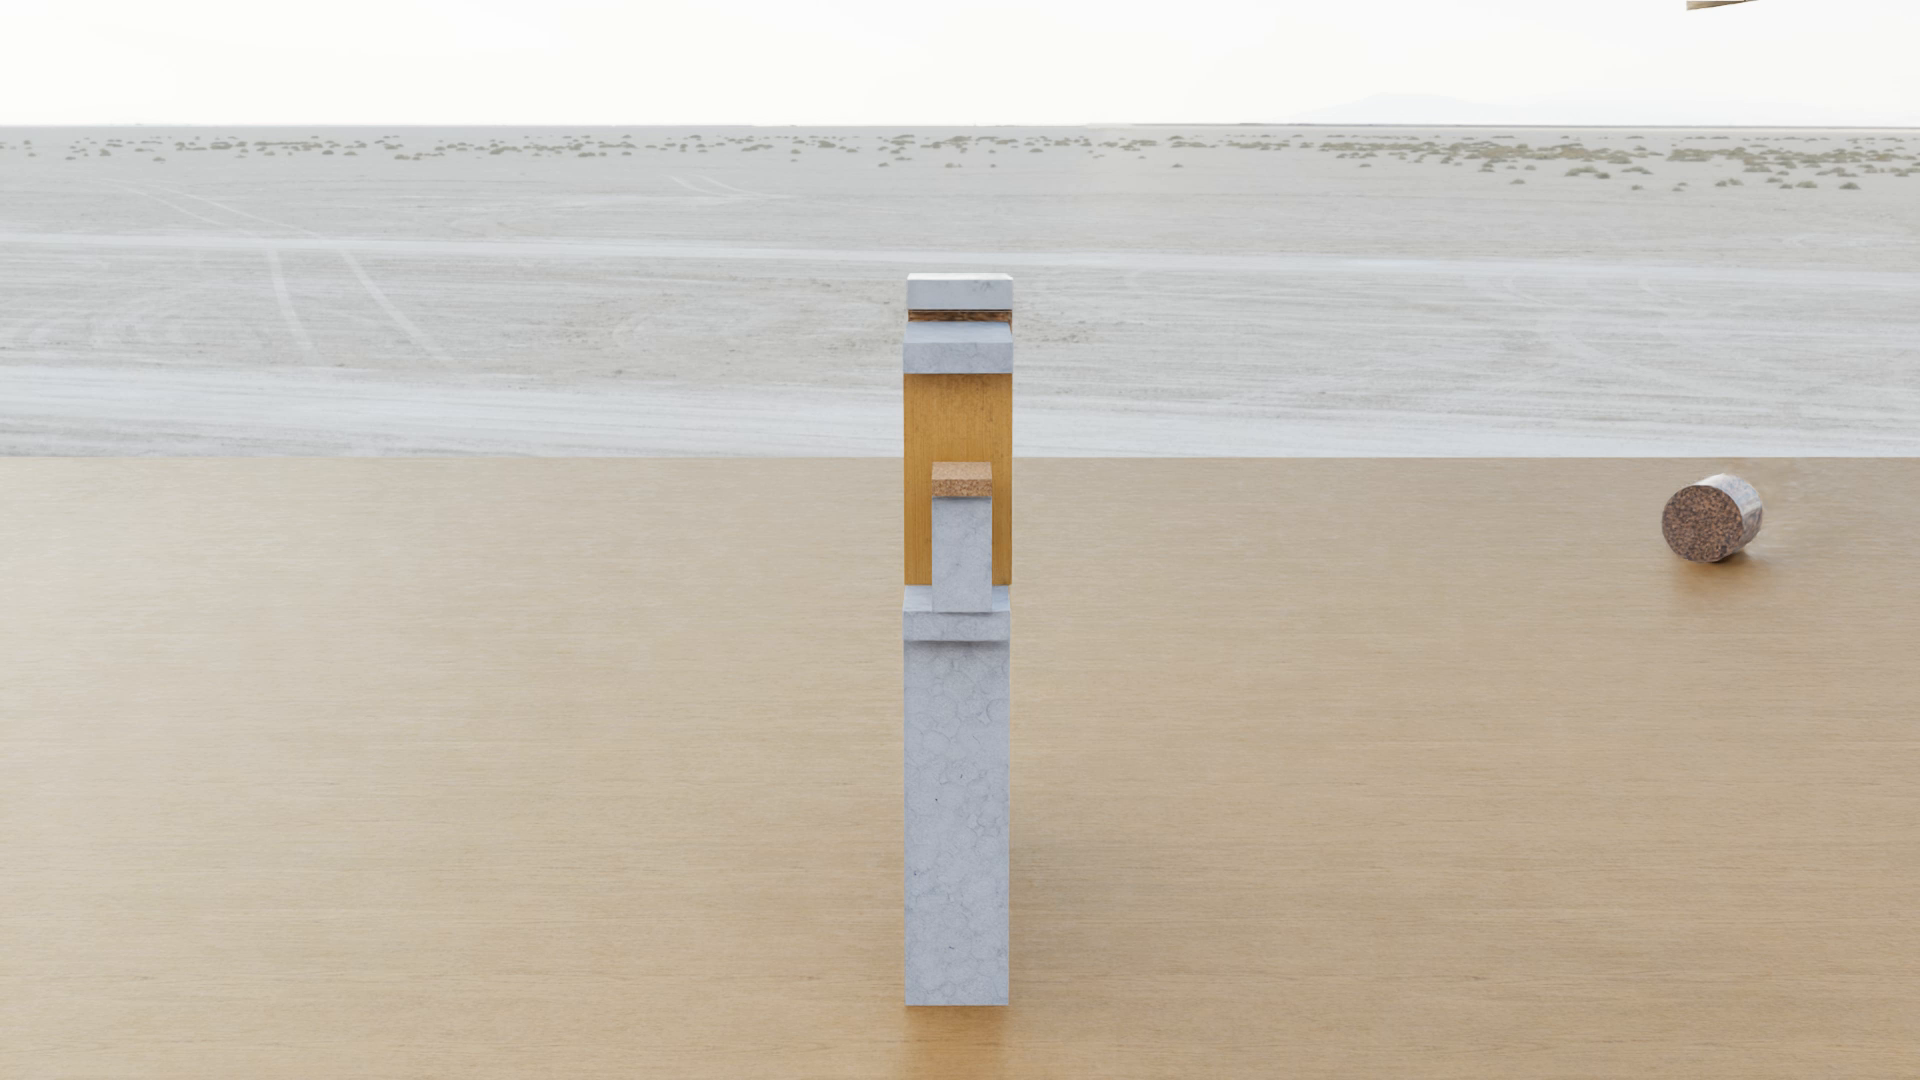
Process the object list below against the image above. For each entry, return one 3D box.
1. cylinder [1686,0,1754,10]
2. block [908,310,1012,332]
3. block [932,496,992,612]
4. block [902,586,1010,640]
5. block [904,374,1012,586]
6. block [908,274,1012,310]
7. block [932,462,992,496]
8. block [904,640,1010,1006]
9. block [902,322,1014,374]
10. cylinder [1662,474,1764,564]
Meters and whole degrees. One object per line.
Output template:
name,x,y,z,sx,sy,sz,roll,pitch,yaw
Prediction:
cylinder,1.863,-1.408,5.344,0.206,0.206,0.206,-9,12,2
block,-0.001,-0.206,3.535,0.166,0.331,0.047,0,11,-1
block,0.003,0.017,3.050,0.083,0.166,0.023,0,11,0
block,-0.005,0.092,3.215,0.151,0.043,0.301,0,11,0
block,-0.003,-0.093,3.229,0.158,0.316,0.045,0,11,0
block,-0.002,-0.409,3.610,0.166,0.047,0.331,0,8,-1
block,0.003,-0.086,3.087,0.083,0.023,0.166,0,11,0
block,-0.005,0.402,3.170,0.151,0.551,0.043,0,11,0
block,-0.003,-0.290,3.299,0.158,0.045,0.316,0,11,0
cylinder,2.242,-0.065,6.552,0.235,0.235,0.235,7,13,33
